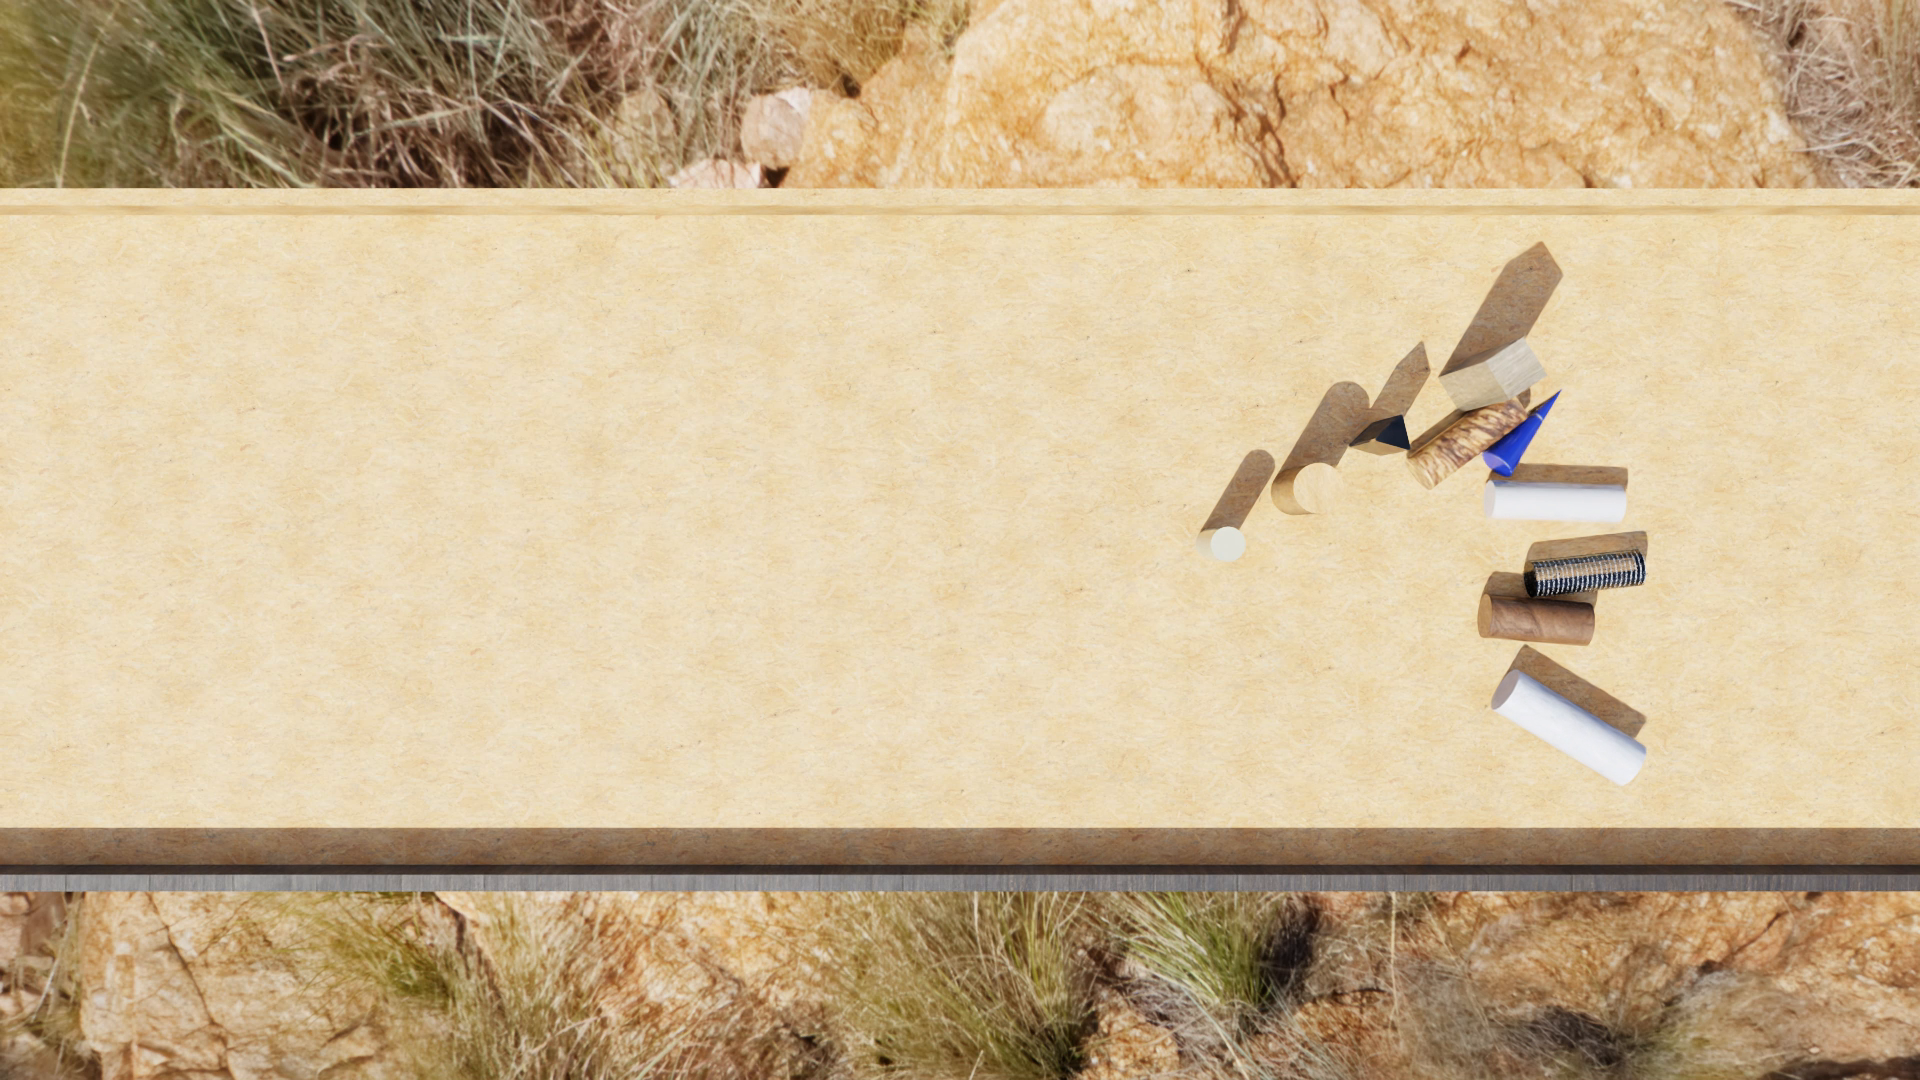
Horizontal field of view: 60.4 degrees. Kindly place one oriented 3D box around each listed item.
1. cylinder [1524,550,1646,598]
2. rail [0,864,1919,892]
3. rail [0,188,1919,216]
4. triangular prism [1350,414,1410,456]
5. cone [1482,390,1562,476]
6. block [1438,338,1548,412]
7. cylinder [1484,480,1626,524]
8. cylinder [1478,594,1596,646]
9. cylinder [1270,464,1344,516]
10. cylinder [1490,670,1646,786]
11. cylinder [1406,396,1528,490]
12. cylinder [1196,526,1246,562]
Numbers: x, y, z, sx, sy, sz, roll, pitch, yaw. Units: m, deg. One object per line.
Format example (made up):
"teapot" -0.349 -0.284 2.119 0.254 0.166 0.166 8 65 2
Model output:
"cylinder" 1.900 0.101 5.020 0.331 0.113 0.113 -6 90 0
"rail" -2.247 1.025 5.001 12.000 0.150 0.050 0 90 0
"rail" -2.247 -1.025 5.002 12.000 0.150 0.050 0 90 0
"triangular prism" 1.259 -0.318 4.913 0.105 0.327 0.091 16 90 0
"cone" 1.746 -0.348 5.051 0.103 0.103 0.329 43 81 0
"block" 1.558 -0.480 4.847 0.128 0.459 0.128 -33 90 0
"cylinder" 1.807 -0.116 5.018 0.394 0.117 0.117 2 90 0
"cylinder" 1.748 0.244 5.009 0.311 0.134 0.134 5 90 0
"cylinder" 1.028 -0.148 4.902 0.145 0.349 0.145 0 90 0
"cylinder" 1.845 0.569 5.005 0.446 0.144 0.144 31 90 0
"cylinder" 1.538 -0.306 5.016 0.361 0.122 0.122 -36 90 0
"cylinder" 0.774 0.012 4.920 0.101 0.314 0.101 0 90 0
